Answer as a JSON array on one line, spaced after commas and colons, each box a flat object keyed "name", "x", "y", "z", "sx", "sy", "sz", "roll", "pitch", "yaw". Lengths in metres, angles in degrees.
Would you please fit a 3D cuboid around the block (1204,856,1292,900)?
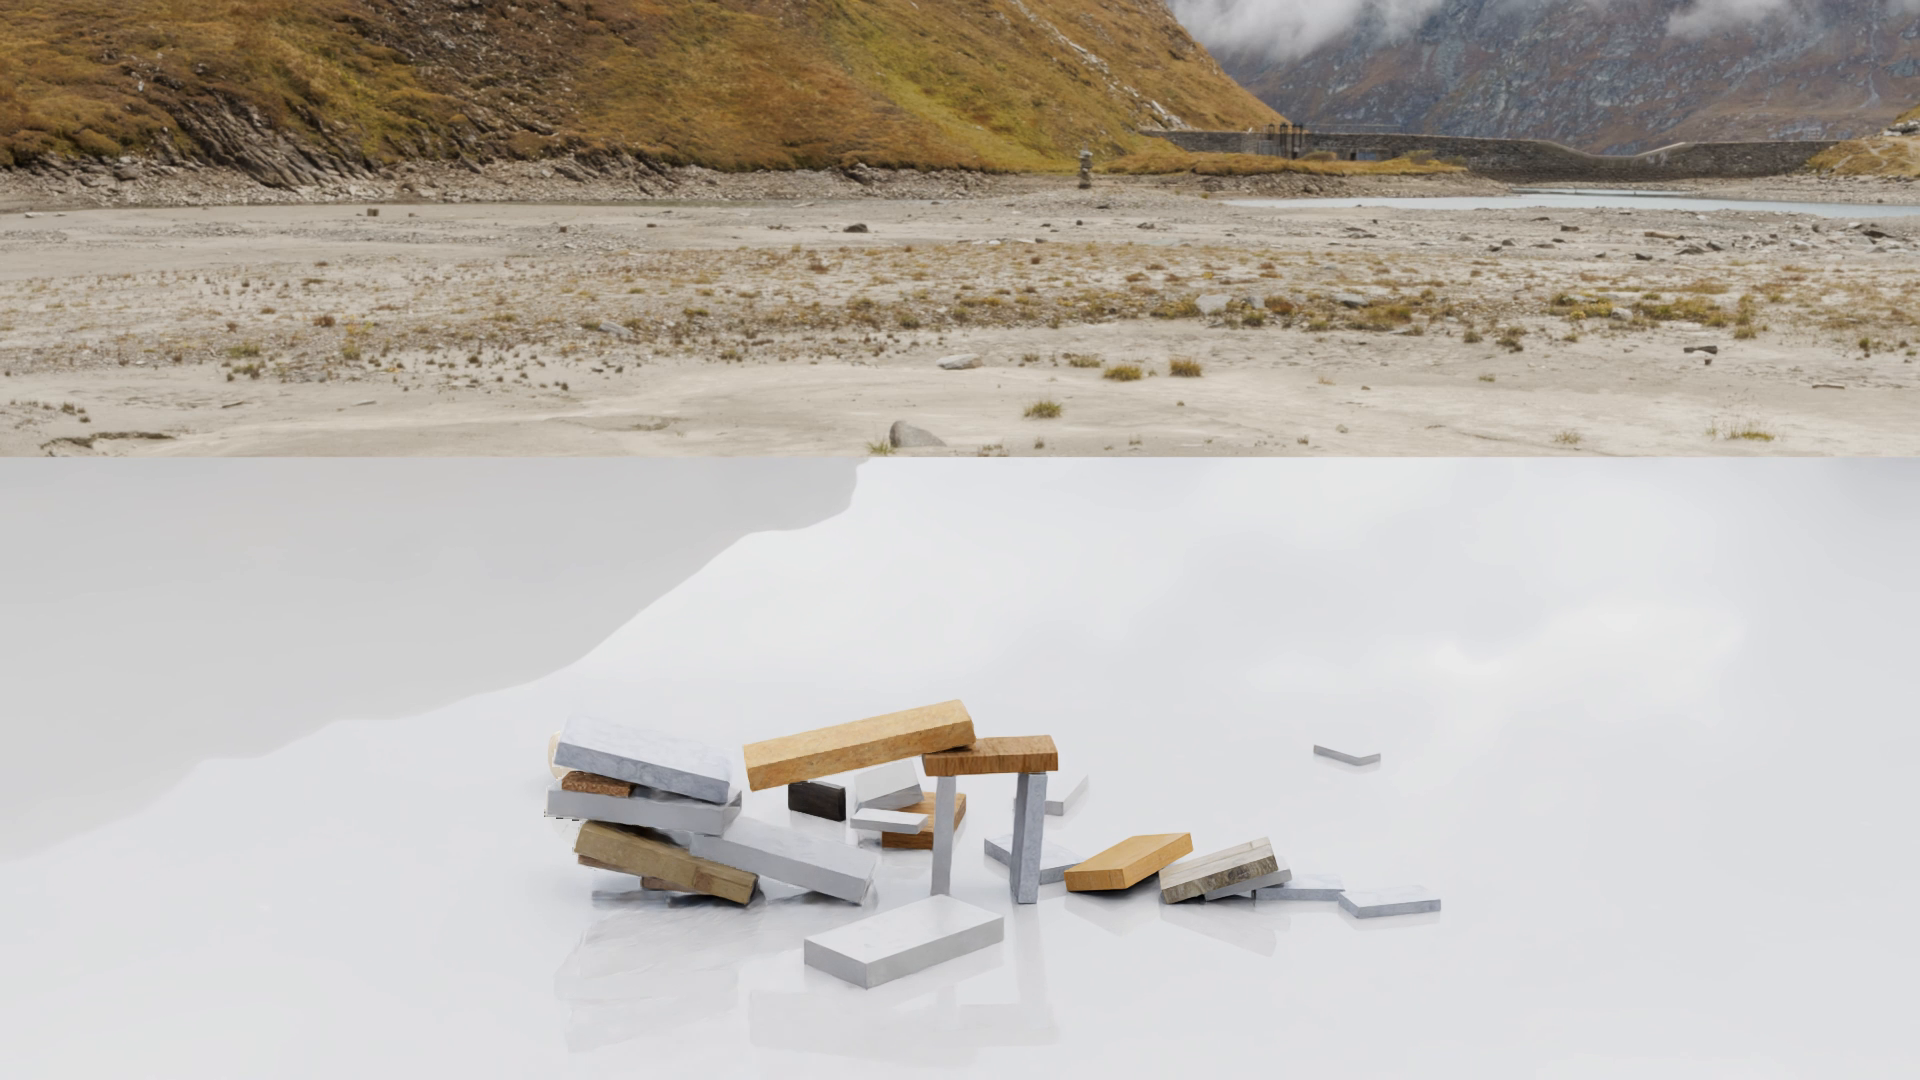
[{"name": "block", "x": 0.474, "y": 0.563, "z": 3.664, "sx": 0.147, "sy": 0.021, "sz": 0.073, "roll": -14, "pitch": 10, "yaw": 0}]

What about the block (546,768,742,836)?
[{"name": "block", "x": -0.526, "y": 0.438, "z": 3.685, "sx": 0.295, "sy": 0.042, "sz": 0.148, "roll": 6, "pitch": 8, "yaw": 6}]

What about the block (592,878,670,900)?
[{"name": "block", "x": -0.547, "y": 0.581, "z": 3.668, "sx": 0.121, "sy": 0.017, "sz": 0.061, "roll": 0, "pitch": 11, "yaw": 0}]

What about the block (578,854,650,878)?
[{"name": "block", "x": -0.570, "y": 0.533, "z": 3.658, "sx": 0.121, "sy": 0.017, "sz": 0.061, "roll": 11, "pitch": 10, "yaw": -2}]

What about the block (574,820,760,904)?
[{"name": "block", "x": -0.480, "y": 0.522, "z": 3.664, "sx": 0.295, "sy": 0.042, "sz": 0.148, "roll": 17, "pitch": 10, "yaw": 0}]

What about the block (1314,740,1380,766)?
[{"name": "block", "x": 0.786, "y": 0.432, "z": 4.470, "sx": 0.063, "sy": 0.018, "sz": 0.126, "roll": -8, "pitch": 13, "yaw": -37}]

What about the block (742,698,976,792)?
[{"name": "block", "x": -0.169, "y": 0.339, "z": 3.649, "sx": 0.375, "sy": 0.041, "sz": 0.144, "roll": -12, "pitch": 11, "yaw": -6}]

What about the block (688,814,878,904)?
[{"name": "block", "x": -0.293, "y": 0.526, "z": 3.680, "sx": 0.295, "sy": 0.042, "sz": 0.148, "roll": 15, "pitch": 10, "yaw": 3}]

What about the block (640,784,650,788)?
[{"name": "block", "x": -0.571, "y": 0.385, "z": 3.716, "sx": 0.113, "sy": 0.016, "sz": 0.057, "roll": 17, "pitch": 15, "yaw": -1}]

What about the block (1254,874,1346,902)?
[{"name": "block", "x": 0.564, "y": 0.579, "z": 3.669, "sx": 0.147, "sy": 0.021, "sz": 0.073, "roll": 0, "pitch": 11, "yaw": 2}]

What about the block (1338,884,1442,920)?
[{"name": "block", "x": 0.704, "y": 0.592, "z": 3.601, "sx": 0.147, "sy": 0.021, "sz": 0.073, "roll": -3, "pitch": 11, "yaw": -15}]

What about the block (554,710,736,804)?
[{"name": "block", "x": -0.524, "y": 0.362, "z": 3.675, "sx": 0.287, "sy": 0.041, "sz": 0.144, "roll": 14, "pitch": 15, "yaw": -7}]

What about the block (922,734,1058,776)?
[{"name": "block", "x": 0.048, "y": 0.356, "z": 3.633, "sx": 0.218, "sy": 0.031, "sz": 0.109, "roll": -2, "pitch": 11, "yaw": -5}]

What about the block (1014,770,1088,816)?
[{"name": "block", "x": 0.174, "y": 0.480, "z": 4.187, "sx": 0.096, "sy": 0.027, "sz": 0.193, "roll": 3, "pitch": 11, "yaw": 17}]

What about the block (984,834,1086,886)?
[{"name": "block", "x": 0.132, "y": 0.549, "z": 3.813, "sx": 0.096, "sy": 0.027, "sz": 0.193, "roll": -6, "pitch": 12, "yaw": -29}]

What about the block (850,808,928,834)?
[{"name": "block", "x": -0.126, "y": 0.501, "z": 3.918, "sx": 0.126, "sy": 0.018, "sz": 0.063, "roll": 3, "pitch": 11, "yaw": 18}]

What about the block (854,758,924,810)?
[{"name": "block", "x": -0.134, "y": 0.464, "z": 4.120, "sx": 0.117, "sy": 0.033, "sz": 0.233, "roll": -18, "pitch": 7, "yaw": -3}]

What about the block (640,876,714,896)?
[{"name": "block", "x": -0.468, "y": 0.567, "z": 3.665, "sx": 0.122, "sy": 0.017, "sz": 0.061, "roll": 7, "pitch": 10, "yaw": -1}]

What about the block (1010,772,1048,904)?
[{"name": "block", "x": 0.113, "y": 0.481, "z": 3.653, "sx": 0.031, "sy": 0.218, "sz": 0.109, "roll": 3, "pitch": 10, "yaw": -8}]

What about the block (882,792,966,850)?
[{"name": "block", "x": -0.064, "y": 0.510, "z": 4.009, "sx": 0.117, "sy": 0.033, "sz": 0.233, "roll": 2, "pitch": 11, "yaw": 9}]

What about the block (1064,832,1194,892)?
[{"name": "block", "x": 0.289, "y": 0.546, "z": 3.741, "sx": 0.117, "sy": 0.033, "sz": 0.233, "roll": -9, "pitch": 3, "yaw": 35}]

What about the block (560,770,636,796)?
[{"name": "block", "x": -0.599, "y": 0.404, "z": 3.651, "sx": 0.113, "sy": 0.016, "sz": 0.057, "roll": 6, "pitch": 11, "yaw": 4}]

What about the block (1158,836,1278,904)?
[{"name": "block", "x": 0.428, "y": 0.548, "z": 3.651, "sx": 0.193, "sy": 0.027, "sz": 0.096, "roll": -18, "pitch": 10, "yaw": 6}]

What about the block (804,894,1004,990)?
[{"name": "block", "x": -0.084, "y": 0.619, "z": 3.403, "sx": 0.287, "sy": 0.041, "sz": 0.144, "roll": -10, "pitch": 14, "yaw": -43}]

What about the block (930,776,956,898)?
[{"name": "block", "x": -0.027, "y": 0.482, "z": 3.652, "sx": 0.031, "sy": 0.218, "sz": 0.109, "roll": 3, "pitch": 11, "yaw": -1}]

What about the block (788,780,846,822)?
[{"name": "block", "x": -0.266, "y": 0.480, "z": 4.089, "sx": 0.126, "sy": 0.063, "sz": 0.018, "roll": 8, "pitch": 13, "yaw": 37}]
